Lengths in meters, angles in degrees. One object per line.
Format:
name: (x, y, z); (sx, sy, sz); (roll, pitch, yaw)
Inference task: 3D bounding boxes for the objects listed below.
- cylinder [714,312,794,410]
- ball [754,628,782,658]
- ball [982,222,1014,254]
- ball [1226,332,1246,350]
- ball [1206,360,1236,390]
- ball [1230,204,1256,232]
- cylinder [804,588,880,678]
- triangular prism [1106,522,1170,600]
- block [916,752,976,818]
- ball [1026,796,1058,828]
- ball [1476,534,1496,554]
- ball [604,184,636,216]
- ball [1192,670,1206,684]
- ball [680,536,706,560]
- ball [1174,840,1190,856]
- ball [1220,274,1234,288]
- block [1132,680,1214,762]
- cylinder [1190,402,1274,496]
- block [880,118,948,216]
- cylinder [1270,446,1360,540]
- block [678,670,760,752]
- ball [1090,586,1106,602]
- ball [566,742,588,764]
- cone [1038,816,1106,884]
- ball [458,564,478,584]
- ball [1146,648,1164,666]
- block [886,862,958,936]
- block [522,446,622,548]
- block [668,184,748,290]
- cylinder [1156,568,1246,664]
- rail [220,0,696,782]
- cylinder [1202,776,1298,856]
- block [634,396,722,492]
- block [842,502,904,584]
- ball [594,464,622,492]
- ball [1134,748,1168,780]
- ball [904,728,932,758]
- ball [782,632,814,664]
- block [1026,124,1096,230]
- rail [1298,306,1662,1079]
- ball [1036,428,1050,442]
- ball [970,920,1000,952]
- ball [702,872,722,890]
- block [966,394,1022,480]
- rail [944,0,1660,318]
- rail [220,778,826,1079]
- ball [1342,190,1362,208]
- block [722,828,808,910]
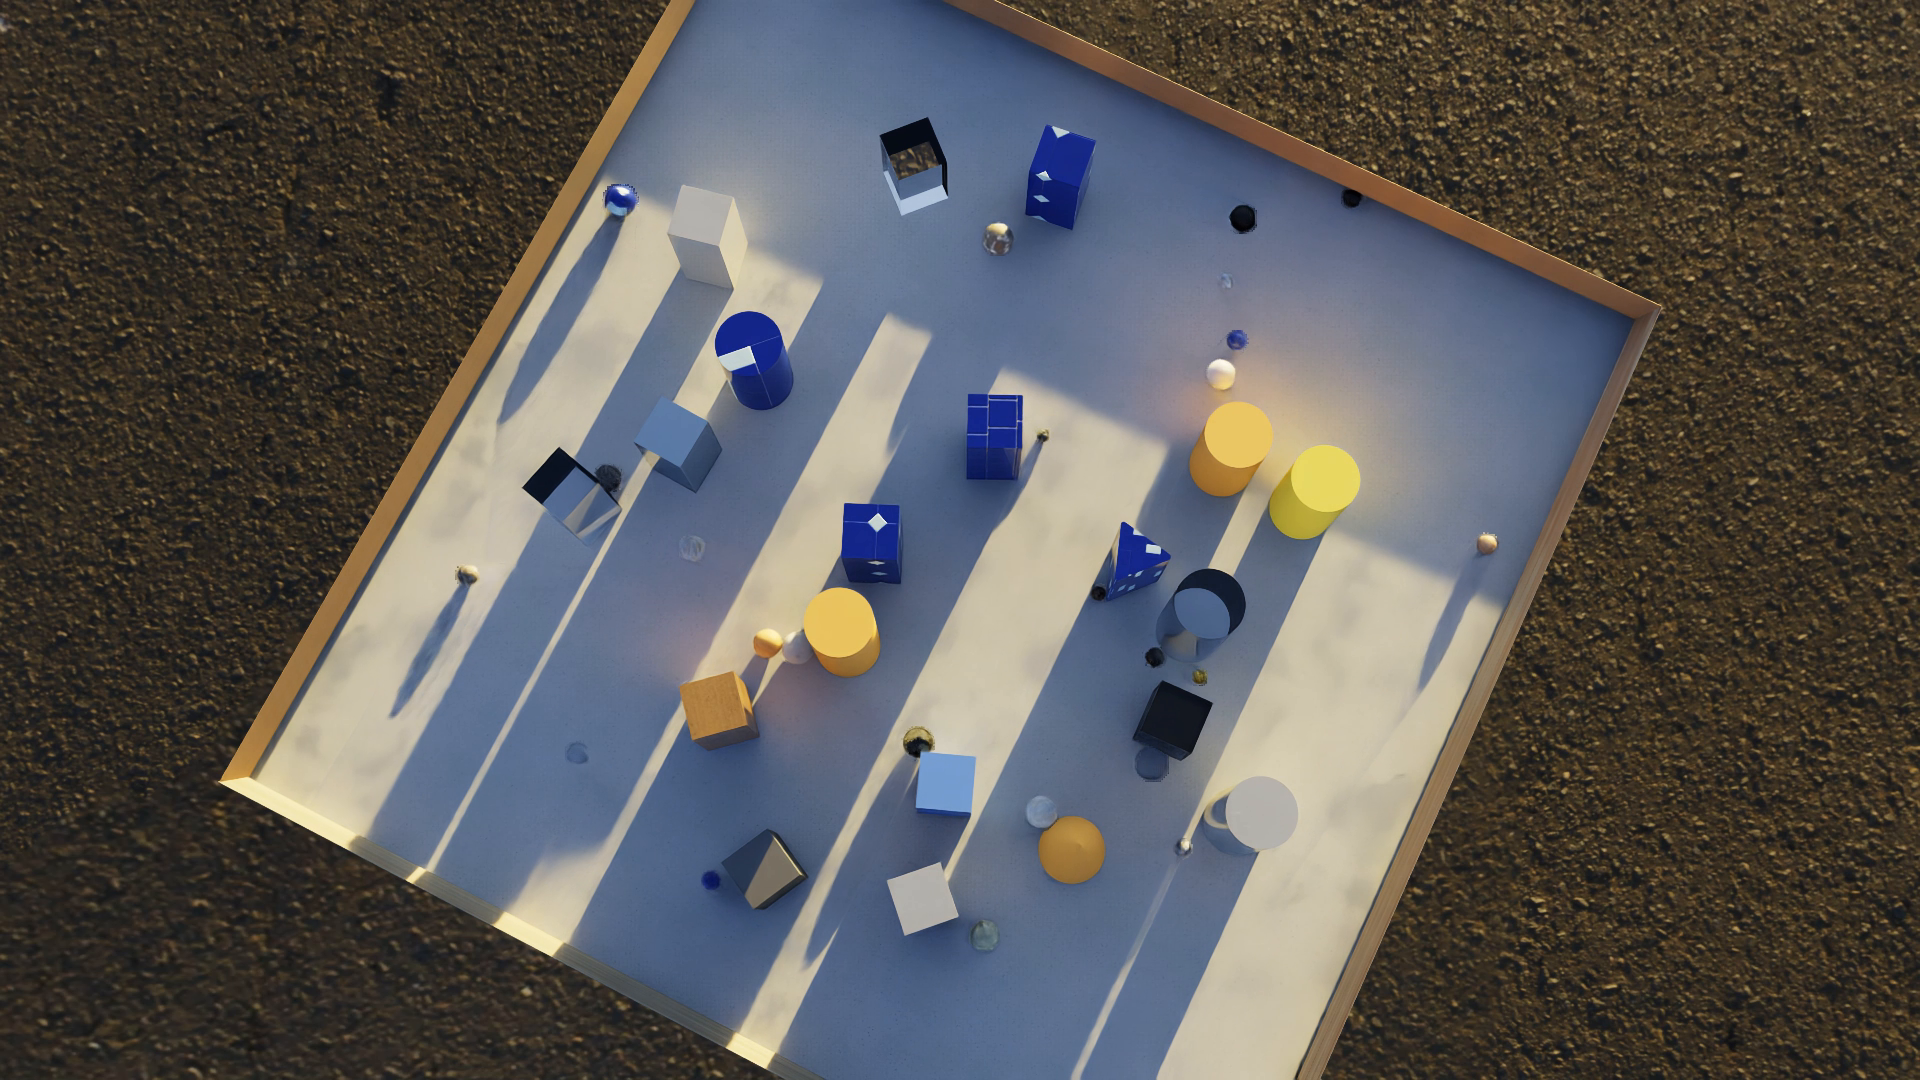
cylinder: (-0.619, -0.538, 5.540); (0.198, 0.368, 0.198); (0, 78, 0)
ball: (-0.578, 0.310, 5.508); (0.087, 0.087, 0.087); (0, 78, 0)
ball: (0.121, -0.949, 5.763); (0.098, 0.098, 0.098); (0, 78, 0)
ball: (0.862, -0.621, 5.715); (0.059, 0.059, 0.059); (0, 78, 0)
ball: (0.808, -0.512, 5.675); (0.092, 0.092, 0.092); (0, 78, 0)
ball: (0.893, -1.016, 5.785); (0.082, 0.082, 0.082); (0, 78, 0)
cylinder: (-0.339, 0.274, 5.341); (0.198, 0.428, 0.198); (0, 78, 0)
triangular prism: (0.497, 0.050, 5.427); (0.172, 0.351, 0.149); (-22, 79, -4)
block: (-0.040, 0.714, 5.336); (0.159, 0.259, 0.159); (5, 78, 1)
ball: (0.240, 0.802, 5.402); (0.094, 0.094, 0.094); (0, 78, 0)
ball: (1.603, 0.014, 5.583); (0.061, 0.061, 0.061); (0, 78, 0)
ball: (-1.073, -1.071, 5.788); (0.099, 0.099, 0.099); (0, 78, 0)
ball: (0.718, 0.412, 5.510); (0.042, 0.042, 0.042); (0, 78, 0)
ball: (-0.812, 0.025, 5.573); (0.076, 0.076, 0.076); (0, 78, 0)
ball: (0.655, 0.908, 5.404); (0.047, 0.047, 0.047); (0, 78, 0)
ball: (0.838, -0.814, 5.761); (0.047, 0.047, 0.047); (0, 78, 0)
block: (0.621, 0.532, 5.371); (0.159, 0.264, 0.159); (24, 79, 5)
cylinder: (0.807, -0.268, 5.484); (0.198, 0.368, 0.198); (0, 78, 0)
block: (-0.142, -1.162, 5.712); (0.159, 0.284, 0.159); (-21, 79, -4)
cylinder: (1.050, -0.138, 5.448); (0.198, 0.385, 0.198); (0, 78, 0)
block: (-0.697, 0.501, 5.335); (0.159, 0.347, 0.159); (-15, 79, -3)
ball: (0.420, 0.163, 5.560); (0.045, 0.045, 0.045); (0, 78, 0)
ball: (-1.137, 0.635, 5.452); (0.065, 0.065, 0.065); (0, 78, 0)
cone: (0.331, 0.877, 5.230); (0.198, 0.402, 0.198); (0, 78, 0)
ball: (-1.494, 0.105, 5.564); (0.061, 0.061, 0.061); (0, 78, 0)
ball: (0.586, 0.353, 5.514); (0.058, 0.058, 0.058); (0, 78, 0)
block: (-0.105, 1.032, 5.263); (0.159, 0.274, 0.159); (-19, 79, -4)
block: (-1.149, -0.123, 5.453); (0.159, 0.370, 0.159); (39, 81, 7)
block: (-0.769, -0.922, 5.612); (0.159, 0.383, 0.159); (14, 79, 3)
cylinder: (0.693, 0.226, 5.320); (0.198, 0.490, 0.198); (0, 78, 0)
rail: (-1.416, -0.687, 5.692); (0.045, 0.129, 3.235); (26, 80, 5)
cylinder: (0.820, 0.789, 5.210); (0.198, 0.477, 0.198); (0, 78, 0)
block: (-0.843, -0.283, 5.507); (0.159, 0.330, 0.159); (29, 80, 6)
block: (-0.256, 0.014, 5.414); (0.159, 0.391, 0.159); (2, 78, 0)
ball: (-1.078, -0.190, 5.614); (0.082, 0.082, 0.082); (0, 78, 0)
ball: (0.567, 0.663, 5.430); (0.097, 0.097, 0.097); (0, 78, 0)
ball: (-0.125, 0.602, 5.447); (0.089, 0.089, 0.089); (0, 78, 0)
ball: (-0.487, 0.323, 5.500); (0.097, 0.097, 0.097); (0, 78, 0)
block: (0.308, -1.118, 5.671); (0.159, 0.347, 0.159); (19, 79, 4)
rail: (1.416, 0.700, 5.405); (0.045, 0.129, 3.235); (26, 80, 5)
ball: (0.257, -0.324, 5.663); (0.041, 0.041, 0.041); (0, 78, 0)
ball: (0.071, 1.152, 5.333); (0.089, 0.089, 0.089); (0, 78, 0)
ball: (-0.729, 1.002, 5.381); (0.054, 0.054, 0.054); (0, 78, 0)
block: (0.101, -0.304, 5.479); (0.159, 0.392, 0.159); (1, 78, 0)
rail: (0.713, -1.389, 5.837); (3.214, 0.129, 0.045); (26, 80, 5)
rail: (-0.713, 1.403, 5.259); (3.214, 0.129, 0.045); (26, 80, 5)
ball: (1.243, -1.085, 5.812); (0.057, 0.057, 0.057); (0, 78, 0)
block: (-0.558, 0.949, 5.268); (0.159, 0.298, 0.159); (-36, 81, -7)
